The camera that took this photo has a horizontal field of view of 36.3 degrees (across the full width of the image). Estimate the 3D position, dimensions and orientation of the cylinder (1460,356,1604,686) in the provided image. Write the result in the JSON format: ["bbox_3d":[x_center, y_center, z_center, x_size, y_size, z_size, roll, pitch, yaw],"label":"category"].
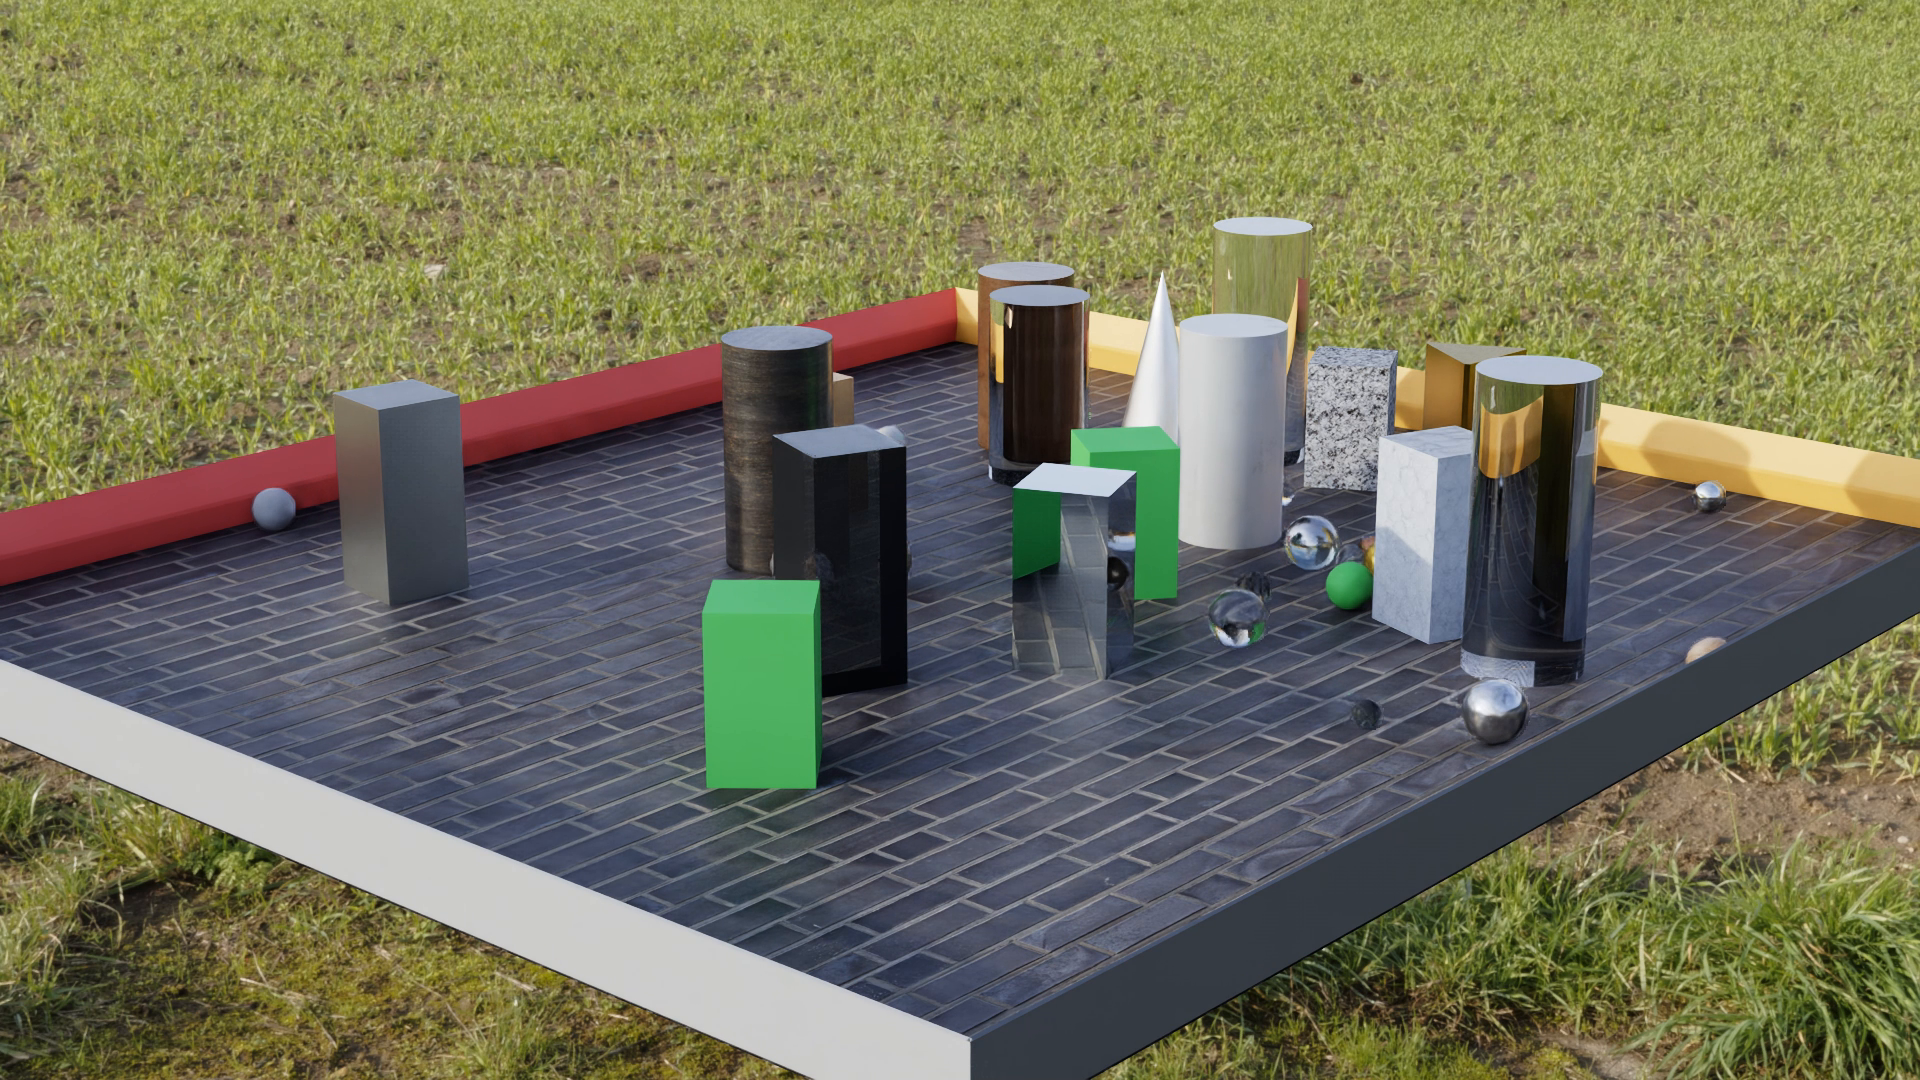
[{"bbox_3d":[0.914,-0.032,4.699,0.199,0.496,0.199,0,17,0],"label":"cylinder"}]

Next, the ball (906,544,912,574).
[{"bbox_3d":[-0.133,0.033,5.176,0.097,0.097,0.097,0,17,0],"label":"ball"}]

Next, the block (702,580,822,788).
[{"bbox_3d":[-0.287,0.210,4.295,0.159,0.267,0.159,0,17,1],"label":"block"}]

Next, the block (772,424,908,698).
[{"bbox_3d":[-0.191,0.031,4.670,0.159,0.392,0.159,-8,19,-26],"label":"block"}]

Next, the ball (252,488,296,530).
[{"bbox_3d":[-1.288,-0.058,5.508,0.081,0.081,0.081,0,17,0],"label":"ball"}]

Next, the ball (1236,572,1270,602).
[{"bbox_3d":[0.506,0.085,5.067,0.061,0.061,0.061,0,17,0],"label":"ball"}]

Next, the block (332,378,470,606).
[{"bbox_3d":[-0.978,-0.086,5.134,0.159,0.349,0.159,-14,22,-38],"label":"block"}]

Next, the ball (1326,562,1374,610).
[{"bbox_3d":[0.673,0.079,5.049,0.083,0.083,0.083,0,17,0],"label":"ball"}]

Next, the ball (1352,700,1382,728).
[{"bbox_3d":[0.623,0.266,4.492,0.045,0.045,0.045,0,17,0],"label":"ball"}]

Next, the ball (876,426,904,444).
[{"bbox_3d":[-0.147,-0.200,6.003,0.067,0.067,0.067,0,17,0],"label":"ball"}]

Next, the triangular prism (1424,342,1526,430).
[{"bbox_3d":[0.882,-0.139,5.209,0.172,0.408,0.149,-16,23,-42],"label":"triangular prism"}]

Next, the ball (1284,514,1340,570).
[{"bbox_3d":[0.632,0.004,5.268,0.099,0.099,0.099,0,17,0],"label":"ball"}]

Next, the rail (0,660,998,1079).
[{"bbox_3d":[-0.966,0.353,4.055,2.628,0.129,0.045,14,22,39],"label":"rail"}]

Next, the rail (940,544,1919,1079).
[{"bbox_3d":[0.974,0.276,4.310,0.045,0.129,2.993,14,22,39],"label":"rail"}]

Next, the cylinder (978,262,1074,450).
[{"bbox_3d":[0.136,-0.377,6.074,0.199,0.365,0.199,0,17,0],"label":"cylinder"}]

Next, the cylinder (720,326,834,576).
[{"bbox_3d":[-0.326,-0.162,5.274,0.199,0.414,0.199,0,17,0],"label":"cylinder"}]

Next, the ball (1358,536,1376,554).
[{"bbox_3d":[0.743,0.021,5.286,0.056,0.056,0.056,0,17,0],"label":"ball"}]

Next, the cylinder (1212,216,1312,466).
[{"bbox_3d":[0.609,-0.403,5.963,0.199,0.478,0.199,0,17,0],"label":"cylinder"}]

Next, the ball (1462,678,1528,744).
[{"bbox_3d":[0.807,0.259,4.426,0.098,0.098,0.098,0,17,0],"label":"ball"}]

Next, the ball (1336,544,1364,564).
[{"bbox_3d":[0.700,0.034,5.251,0.052,0.052,0.052,0,17,0],"label":"ball"}]

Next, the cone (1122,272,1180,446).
[{"bbox_3d":[0.400,-0.335,5.851,0.199,0.413,0.199,0,17,0],"label":"cone"}]

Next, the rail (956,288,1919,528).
[{"bbox_3d":[0.966,-0.288,6.185,2.628,0.129,0.045,14,22,39],"label":"rail"}]

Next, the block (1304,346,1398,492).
[{"bbox_3d":[0.777,-0.242,5.825,0.159,0.250,0.159,4,17,13],"label":"block"}]

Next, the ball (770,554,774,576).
[{"bbox_3d":[-0.290,0.044,5.157,0.088,0.088,0.088,0,17,0],"label":"ball"}]

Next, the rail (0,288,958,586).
[{"bbox_3d":[-0.974,-0.212,5.930,0.045,0.129,2.993,14,22,39],"label":"rail"}]

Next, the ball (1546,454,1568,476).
[{"bbox_3d":[1.196,-0.150,5.879,0.042,0.042,0.042,0,17,0],"label":"ball"}]

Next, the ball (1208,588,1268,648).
[{"bbox_3d":[0.460,0.129,4.854,0.099,0.099,0.099,0,17,0],"label":"ball"}]

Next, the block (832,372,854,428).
[{"bbox_3d":[-0.317,-0.195,5.673,0.159,0.247,0.159,-15,22,-41],"label":"block"}]

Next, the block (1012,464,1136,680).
[{"bbox_3d":[0.186,0.049,4.761,0.159,0.306,0.159,6,18,18],"label":"block"}]

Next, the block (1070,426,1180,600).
[{"bbox_3d":[0.287,-0.047,5.144,0.159,0.269,0.159,-3,17,-9],"label":"block"}]

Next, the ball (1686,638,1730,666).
[{"bbox_3d":[1.194,0.198,4.648,0.086,0.086,0.086,0,17,0],"label":"ball"}]

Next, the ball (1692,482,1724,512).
[{"bbox_3d":[1.436,-0.083,5.628,0.059,0.059,0.059,0,17,0],"label":"ball"}]

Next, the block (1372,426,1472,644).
[{"bbox_3d":[0.812,-0.011,4.936,0.159,0.320,0.159,-9,19,-27],"label":"block"}]

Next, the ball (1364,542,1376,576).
[{"bbox_3d":[0.756,0.041,5.160,0.092,0.092,0.092,0,17,0],"label":"ball"}]

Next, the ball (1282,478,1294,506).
[{"bbox_3d":[0.617,-0.093,5.664,0.057,0.057,0.057,0,17,0],"label":"ball"}]

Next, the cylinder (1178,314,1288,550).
[{"bbox_3d":[0.502,-0.202,5.434,0.199,0.400,0.199,0,17,0],"label":"cylinder"}]

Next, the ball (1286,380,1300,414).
[{"bbox_3d":[0.697,-0.310,6.345,0.080,0.080,0.080,0,17,0],"label":"ball"}]

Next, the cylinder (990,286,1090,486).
[{"bbox_3d":[0.157,-0.306,5.832,0.199,0.368,0.199,0,17,0],"label":"cylinder"}]
